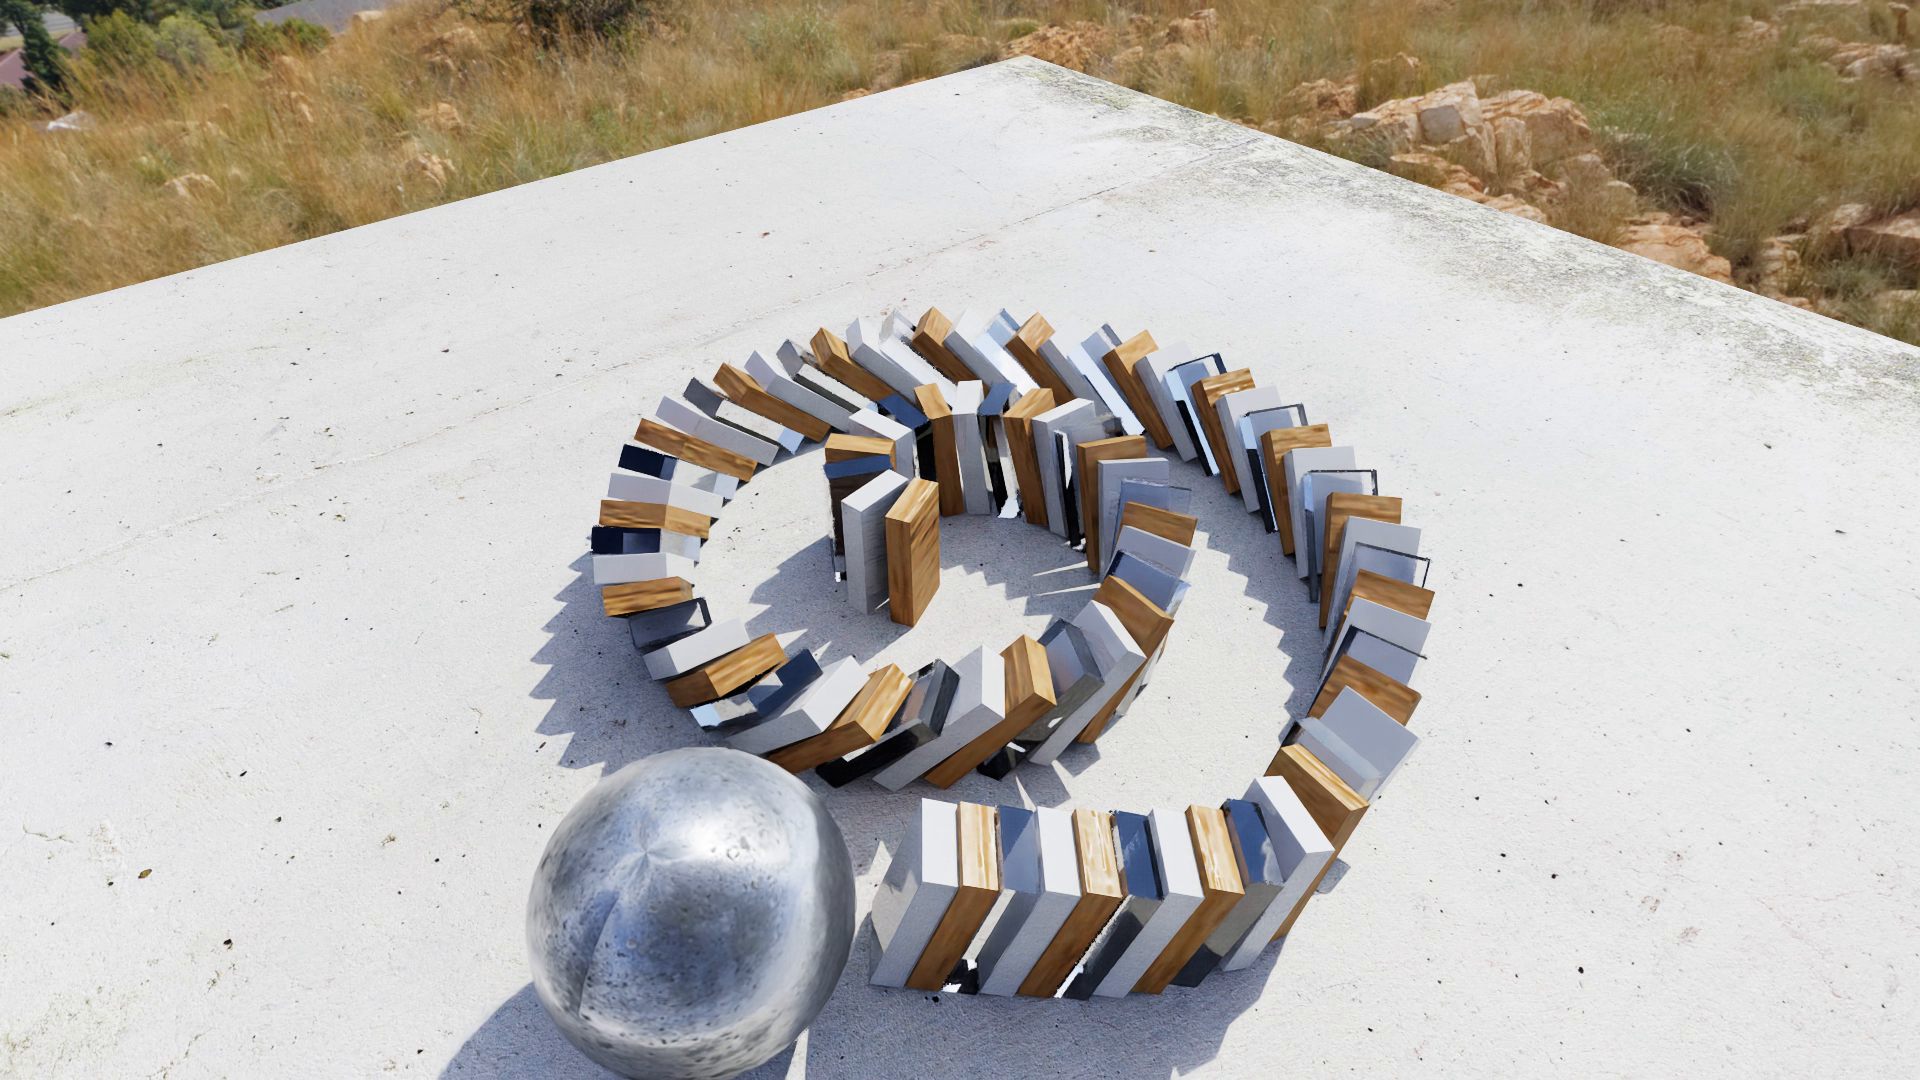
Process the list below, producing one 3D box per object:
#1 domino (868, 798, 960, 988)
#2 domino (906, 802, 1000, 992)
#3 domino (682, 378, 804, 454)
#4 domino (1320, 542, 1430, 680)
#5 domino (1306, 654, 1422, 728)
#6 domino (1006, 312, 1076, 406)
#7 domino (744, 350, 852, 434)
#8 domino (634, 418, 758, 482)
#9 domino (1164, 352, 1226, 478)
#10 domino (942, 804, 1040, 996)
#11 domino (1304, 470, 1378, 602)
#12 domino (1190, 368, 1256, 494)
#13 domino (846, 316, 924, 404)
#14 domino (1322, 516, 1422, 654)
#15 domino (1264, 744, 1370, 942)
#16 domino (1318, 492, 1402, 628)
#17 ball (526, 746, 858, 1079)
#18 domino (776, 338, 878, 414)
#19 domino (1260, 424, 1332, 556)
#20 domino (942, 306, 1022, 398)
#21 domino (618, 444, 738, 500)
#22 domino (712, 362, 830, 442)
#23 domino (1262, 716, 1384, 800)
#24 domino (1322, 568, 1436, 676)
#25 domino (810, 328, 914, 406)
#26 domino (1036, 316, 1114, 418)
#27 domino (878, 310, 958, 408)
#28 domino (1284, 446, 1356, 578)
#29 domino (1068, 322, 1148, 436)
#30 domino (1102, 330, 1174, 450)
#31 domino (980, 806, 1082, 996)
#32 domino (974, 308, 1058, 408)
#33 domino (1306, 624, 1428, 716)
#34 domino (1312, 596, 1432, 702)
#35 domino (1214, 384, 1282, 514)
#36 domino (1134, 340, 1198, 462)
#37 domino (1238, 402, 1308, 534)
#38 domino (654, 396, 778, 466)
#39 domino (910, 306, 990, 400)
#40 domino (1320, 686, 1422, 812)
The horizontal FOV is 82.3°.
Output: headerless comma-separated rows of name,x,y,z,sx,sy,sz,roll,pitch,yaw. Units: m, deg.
domino,-0.013,0.095,0.295,0.009,0.050,0.025,13,38,-13
domino,-0.003,0.096,0.294,0.010,0.050,0.025,13,38,-13
domino,-0.095,-0.055,0.485,0.025,0.010,0.050,35,8,36
domino,0.145,0.028,0.384,0.025,0.009,0.050,15,84,16
domino,0.119,0.064,0.341,0.025,0.009,0.050,30,89,30
domino,0.046,-0.081,0.518,0.050,0.010,0.025,47,44,-11
domino,-0.072,-0.067,0.501,0.050,0.009,0.025,24,17,-46
domino,-0.111,-0.038,0.464,0.025,0.009,0.050,21,0,24
domino,0.112,-0.056,0.487,0.025,0.010,0.050,-20,85,-24
domino,0.007,0.097,0.293,0.010,0.050,0.025,13,38,-13
domino,0.147,-0.001,0.421,0.025,0.009,0.050,0,82,0
domino,0.121,-0.047,0.477,0.025,0.009,0.050,-16,84,-20
domino,-0.031,-0.082,0.519,0.050,0.009,0.025,33,26,-32
domino,0.148,0.019,0.396,0.025,0.010,0.050,11,83,12
domino,0.091,0.085,0.308,0.009,0.050,0.025,-2,33,-39
domino,0.149,0.009,0.408,0.025,0.009,0.050,5,82,6
ball,-0.066,0.092,0.275,0.080,0.080,0.080,0,39,0
domino,-0.059,-0.073,0.508,0.050,0.009,0.025,26,20,-42
domino,0.140,-0.020,0.444,0.025,0.009,0.050,-7,81,-9
domino,0.016,-0.085,0.523,0.050,0.009,0.025,42,38,-16
domino,-0.115,-0.028,0.452,0.025,0.010,0.050,15,-2,17
domino,-0.084,-0.061,0.493,0.050,0.009,0.025,23,14,-49
domino,0.097,0.079,0.315,0.010,0.050,0.025,-2,34,-40
domino,0.140,0.038,0.373,0.025,0.010,0.050,19,85,21
domino,-0.046,-0.078,0.514,0.050,0.009,0.025,28,23,-37
domino,0.060,-0.078,0.514,0.050,0.010,0.025,49,47,-8
domino,-0.016,-0.085,0.522,0.050,0.010,0.025,36,31,-25
domino,0.144,-0.011,0.433,0.025,0.009,0.050,-4,81,-4
domino,0.074,-0.073,0.509,0.050,0.009,0.025,52,50,-6
domino,0.088,-0.069,0.503,0.025,0.009,0.050,-34,93,-35
domino,0.017,0.097,0.293,0.010,0.050,0.025,13,38,-13
domino,0.031,-0.084,0.521,0.050,0.009,0.025,44,41,-14
domino,0.126,0.055,0.351,0.025,0.009,0.050,25,87,28
domino,0.133,0.047,0.362,0.025,0.010,0.050,21,86,24
domino,0.128,-0.039,0.466,0.025,0.010,0.050,-13,83,-16
domino,0.101,-0.063,0.495,0.025,0.009,0.050,-26,88,-29
domino,0.135,-0.030,0.455,0.025,0.009,0.050,-10,82,-12
domino,-0.104,-0.047,0.475,0.025,0.009,0.050,28,4,31
domino,0.000,-0.086,0.524,0.050,0.010,0.025,40,35,-19
domino,0.112,0.072,0.331,0.025,0.010,0.050,39,94,33
